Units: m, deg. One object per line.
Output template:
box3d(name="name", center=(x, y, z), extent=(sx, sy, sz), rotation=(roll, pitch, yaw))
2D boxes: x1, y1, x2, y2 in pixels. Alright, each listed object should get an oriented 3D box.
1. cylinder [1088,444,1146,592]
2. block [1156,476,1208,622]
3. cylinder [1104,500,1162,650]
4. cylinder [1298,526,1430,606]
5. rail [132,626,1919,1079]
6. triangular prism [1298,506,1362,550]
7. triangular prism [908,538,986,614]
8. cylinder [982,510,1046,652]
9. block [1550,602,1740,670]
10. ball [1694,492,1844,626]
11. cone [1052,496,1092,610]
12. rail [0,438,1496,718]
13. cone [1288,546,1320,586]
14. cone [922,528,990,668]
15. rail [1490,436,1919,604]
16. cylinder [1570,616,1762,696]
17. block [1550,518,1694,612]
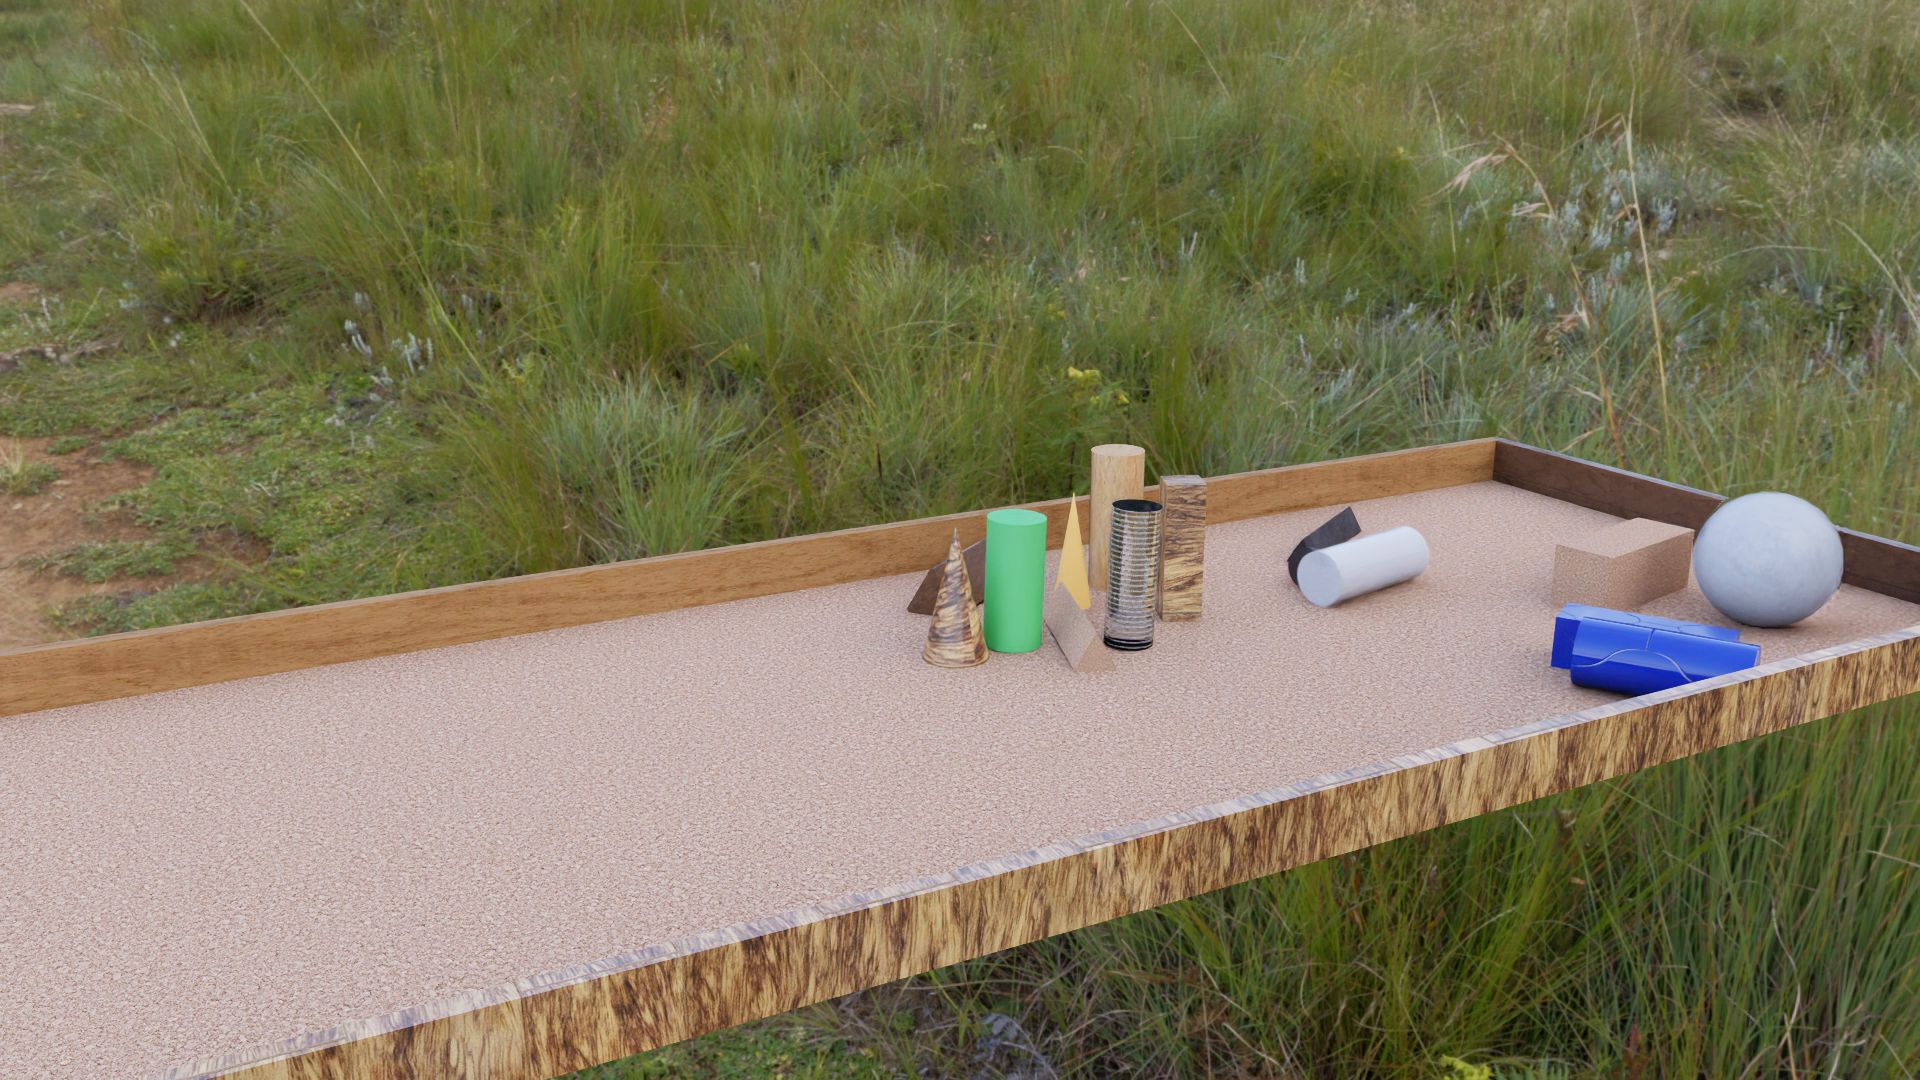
box3d(name="cylinder", center=(0.460, -0.065, 4.851), extent=(0.156, 0.408, 0.156), rotation=(0, 16, 0))
box3d(name="block", center=(0.612, 0.024, 4.578), extent=(0.109, 0.392, 0.109), rotation=(-1, 16, -4))
box3d(name="cylinder", center=(0.457, 0.092, 4.364), extent=(0.132, 0.378, 0.132), rotation=(2, 16, -1))
box3d(name="cylinder", center=(1.181, 0.074, 4.820), extent=(0.407, 0.160, 0.160), rotation=(-13, 21, -37))
box3d(name="rail", center=(-2.336, 1.006, 1.665), extent=(12.000, 0.150, 0.050), rotation=(-9, 18, -27))
box3d(name="triangular prism", center=(1.171, -0.019, 5.274), extent=(0.090, 0.078, 0.450), rotation=(10, 19, 29))
box3d(name="triangular prism", center=(0.010, 0.095, 4.781), extent=(0.155, 0.135, 0.397), rotation=(8, 18, 26))
box3d(name="cylinder", center=(0.144, 0.107, 4.363), extent=(0.157, 0.349, 0.157), rotation=(2, 16, 0))
box3d(name="block", center=(1.733, 0.275, 4.179), extent=(0.415, 0.134, 0.134), rotation=(10, 19, 31))
box3d(name="ball", center=(2.212, 0.052, 4.518), extent=(0.371, 0.371, 0.371), rotation=(0, 16, 0))
box3d(name="cone", center=(0.320, 0.025, 4.683), extent=(0.114, 0.332, 0.114), rotation=(0, 16, 0))
box3d(name="rail", center=(-3.305, 0.497, 3.399), extent=(12.000, 0.150, 0.050), rotation=(-9, 18, -27))
box3d(name="cone", center=(1.185, 0.071, 5.008), extent=(0.437, 0.121, 0.121), rotation=(-3, 15, -40))
box3d(name="cone", center=(-0.011, 0.135, 4.266), extent=(0.177, 0.355, 0.177), rotation=(0, 16, 0))
box3d(name="rail", center=(2.466, -0.048, 5.253), extent=(0.050, 0.150, 2.100), rotation=(-9, 18, -27))
box3d(name="cylinder", center=(1.714, 0.305, 4.012), extent=(0.399, 0.172, 0.172), rotation=(10, 19, 31))
box3d(name="block", center=(1.924, 0.075, 4.786), extent=(0.447, 0.176, 0.176), rotation=(-13, 21, -38))
